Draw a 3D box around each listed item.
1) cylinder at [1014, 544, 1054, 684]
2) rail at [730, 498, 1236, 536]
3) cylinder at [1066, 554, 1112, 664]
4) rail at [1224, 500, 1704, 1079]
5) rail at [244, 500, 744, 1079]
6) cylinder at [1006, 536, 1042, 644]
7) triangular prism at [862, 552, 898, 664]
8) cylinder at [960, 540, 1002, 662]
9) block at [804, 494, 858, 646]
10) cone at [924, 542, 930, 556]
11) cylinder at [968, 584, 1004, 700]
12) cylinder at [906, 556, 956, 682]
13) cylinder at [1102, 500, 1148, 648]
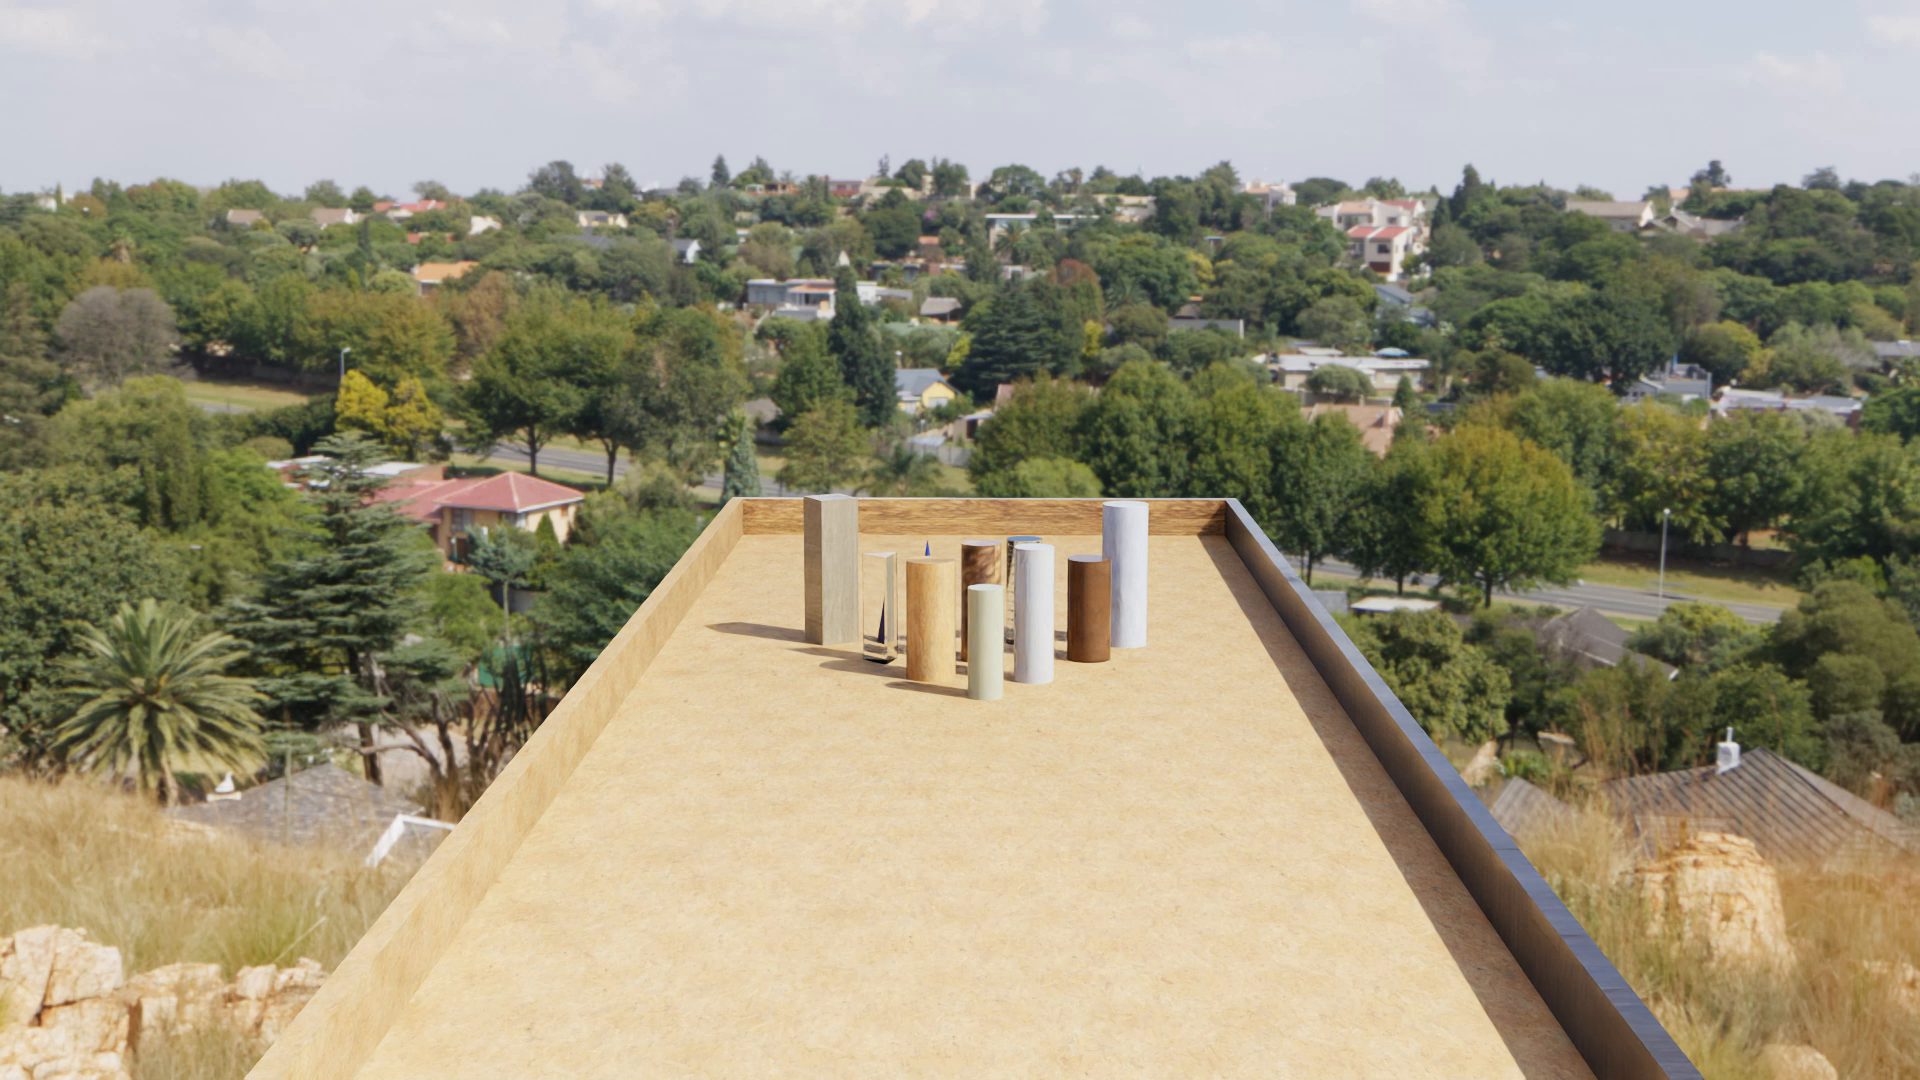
[{"bbox_3d":[0.216,0.214,6.401,0.117,0.394,0.117,0,9,0],"label":"cylinder"},{"bbox_3d":[0.099,-0.098,9.147,2.100,0.150,0.050,0,9,1],"label":"rail"},{"bbox_3d":[0.393,0.209,6.698,0.134,0.311,0.134,0,9,0],"label":"cylinder"},{"bbox_3d":[1.046,0.843,3.208,0.050,0.150,12.000,0,9,1],"label":"rail"},{"bbox_3d":[-1.004,0.839,3.234,0.050,0.150,12.000,0,9,1],"label":"rail"},{"bbox_3d":[0.202,0.159,6.945,0.113,0.331,0.113,0,9,0],"label":"cylinder"},{"bbox_3d":[-0.226,0.203,6.681,0.091,0.327,0.105,-8,12,-42],"label":"triangular prism"},{"bbox_3d":[0.064,0.186,6.681,0.122,0.361,0.122,0,9,0],"label":"cylinder"},{"bbox_3d":[-0.408,0.092,6.962,0.128,0.459,0.128,-5,10,-30],"label":"block"},{"bbox_3d":[-0.102,0.158,6.960,0.103,0.329,0.103,0,9,0],"label":"cone"},{"bbox_3d":[0.072,0.288,6.193,0.101,0.314,0.101,0,9,0],"label":"cylinder"},{"bbox_3d":[-0.085,0.230,6.443,0.145,0.349,0.145,0,9,0],"label":"cylinder"},{"bbox_3d":[0.518,0.107,6.909,0.144,0.446,0.144,0,9,0],"label":"cylinder"}]
